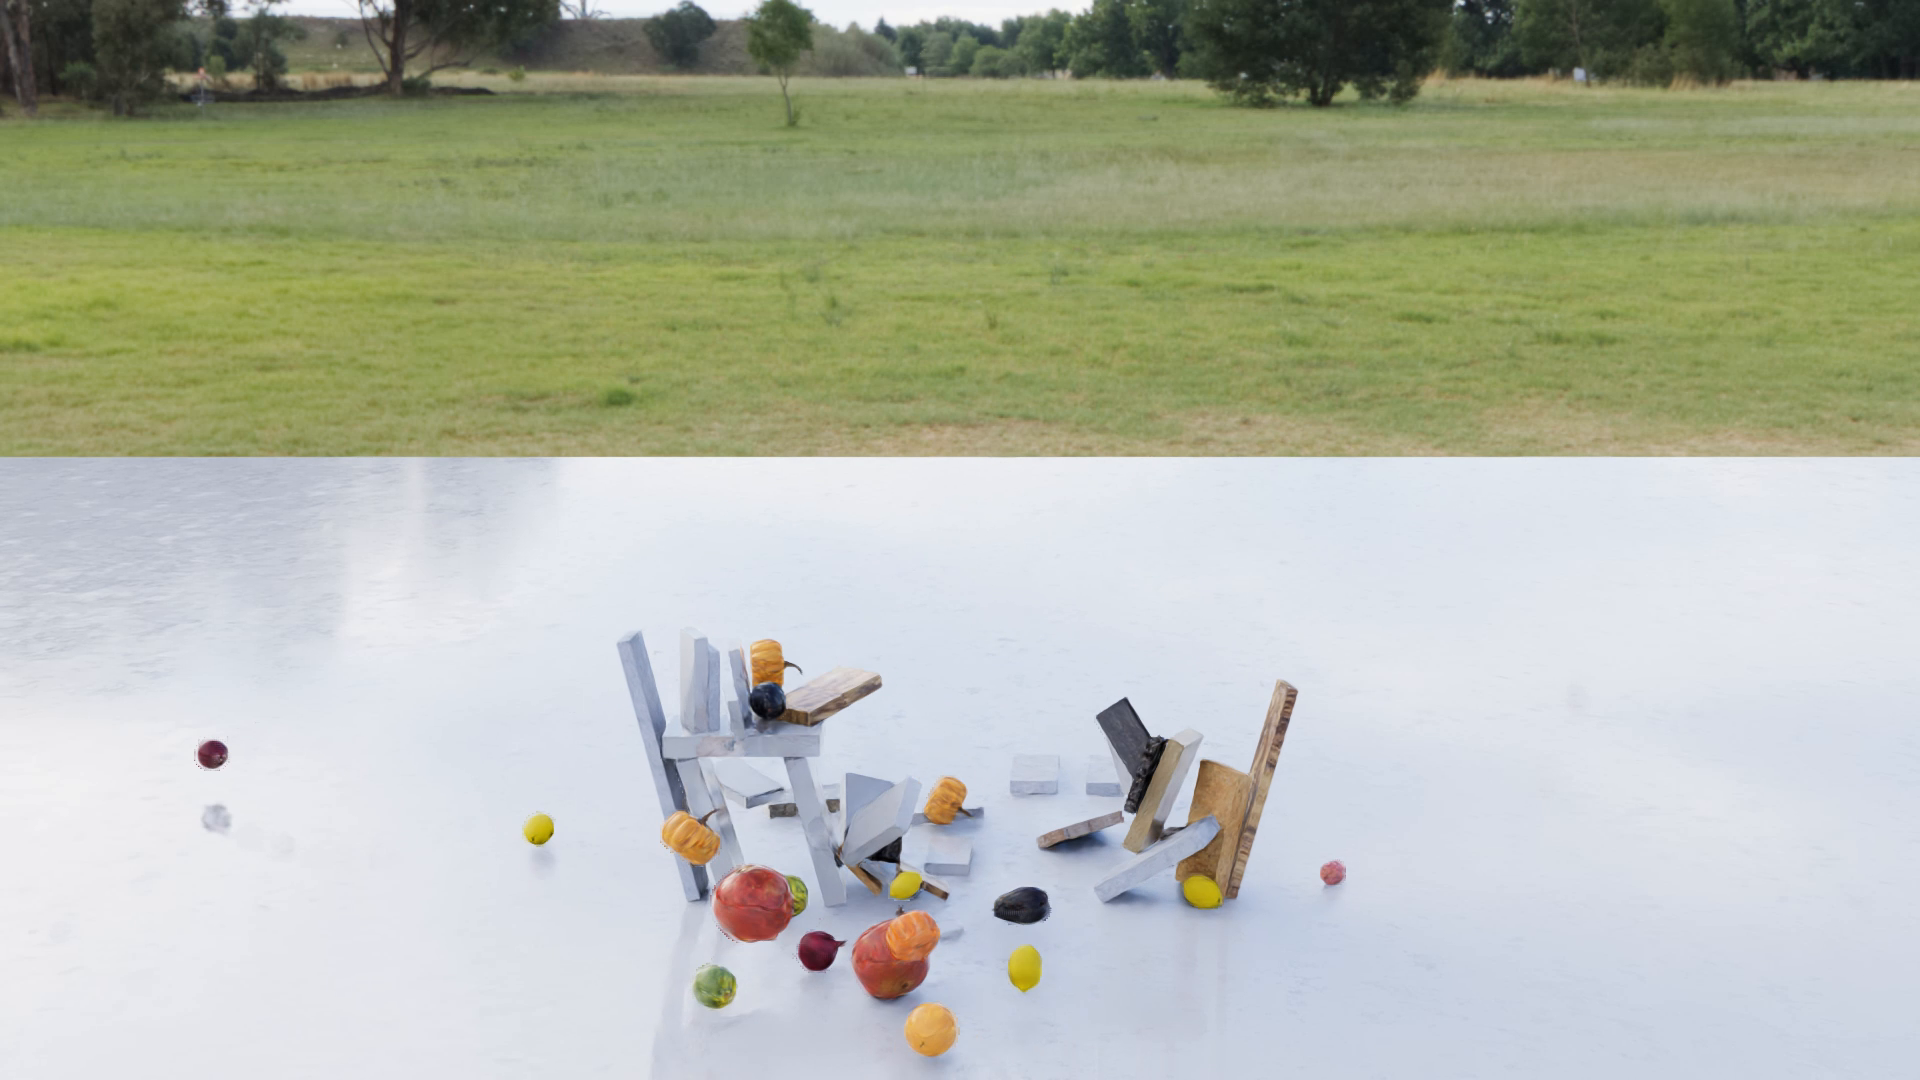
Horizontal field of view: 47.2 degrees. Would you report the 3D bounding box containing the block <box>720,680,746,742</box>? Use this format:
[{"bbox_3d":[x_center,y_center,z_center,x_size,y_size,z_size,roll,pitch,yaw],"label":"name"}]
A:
[{"bbox_3d":[-0.369,0.276,3.576,0.019,0.067,0.133,-11,12,-8],"label":"block"}]

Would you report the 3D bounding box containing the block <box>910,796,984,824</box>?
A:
[{"bbox_3d":[-0.039,0.502,4.084,0.149,0.021,0.075,-3,11,-16],"label":"block"}]

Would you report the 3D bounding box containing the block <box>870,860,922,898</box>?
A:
[{"bbox_3d":[-0.104,0.557,3.657,0.093,0.013,0.046,32,12,-3],"label":"block"}]

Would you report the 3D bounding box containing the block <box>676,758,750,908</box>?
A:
[{"bbox_3d":[-0.407,0.466,3.641,0.036,0.255,0.127,-17,11,1],"label":"block"}]

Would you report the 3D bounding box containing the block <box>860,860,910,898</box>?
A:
[{"bbox_3d":[-0.122,0.558,3.671,0.095,0.014,0.048,33,12,-1],"label":"block"}]

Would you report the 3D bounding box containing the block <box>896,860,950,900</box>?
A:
[{"bbox_3d":[-0.062,0.564,3.651,0.093,0.013,0.046,28,9,-9],"label":"block"}]

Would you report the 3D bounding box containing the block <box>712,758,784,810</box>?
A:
[{"bbox_3d":[-0.386,0.426,3.862,0.079,0.022,0.158,-12,23,-36],"label":"block"}]

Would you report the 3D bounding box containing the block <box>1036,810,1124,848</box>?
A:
[{"bbox_3d":[0.214,0.516,3.922,0.149,0.021,0.075,-10,-13,-42],"label":"block"}]

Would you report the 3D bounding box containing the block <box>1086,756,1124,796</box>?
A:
[{"bbox_3d":[0.297,0.461,4.295,0.092,0.026,0.184,1,11,6],"label":"block"}]

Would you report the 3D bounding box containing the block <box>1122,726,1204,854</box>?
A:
[{"bbox_3d":[0.343,0.423,3.712,0.030,0.209,0.104,27,16,19],"label":"block"}]

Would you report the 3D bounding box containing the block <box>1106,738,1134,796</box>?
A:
[{"bbox_3d":[0.291,0.381,3.764,0.052,0.104,0.015,-18,-16,5],"label":"block"}]

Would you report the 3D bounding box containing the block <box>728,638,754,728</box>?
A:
[{"bbox_3d":[-0.359,0.234,3.613,0.019,0.133,0.067,-9,14,-1],"label":"block"}]

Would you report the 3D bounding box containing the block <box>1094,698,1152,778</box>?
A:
[{"bbox_3d":[0.291,0.338,3.753,0.063,0.127,0.018,-33,-14,3],"label":"block"}]

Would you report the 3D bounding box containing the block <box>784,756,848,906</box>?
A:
[{"bbox_3d":[-0.238,0.465,3.643,0.036,0.255,0.127,-15,11,0],"label":"block"}]

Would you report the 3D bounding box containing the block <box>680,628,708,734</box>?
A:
[{"bbox_3d":[-0.434,0.229,3.589,0.022,0.158,0.079,-3,11,-24],"label":"block"}]

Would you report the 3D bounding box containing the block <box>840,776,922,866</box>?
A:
[{"bbox_3d":[-0.129,0.457,3.562,0.026,0.092,0.185,31,-38,-17],"label":"block"}]

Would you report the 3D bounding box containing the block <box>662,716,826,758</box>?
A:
[{"bbox_3d":[-0.353,0.322,3.615,0.255,0.036,0.127,0,11,0],"label":"block"}]

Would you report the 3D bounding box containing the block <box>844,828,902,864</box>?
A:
[{"bbox_3d":[-0.145,0.507,3.646,0.095,0.014,0.048,7,50,-5],"label":"block"}]

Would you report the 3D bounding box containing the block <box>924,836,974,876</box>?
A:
[{"bbox_3d":[-0.018,0.549,3.829,0.075,0.021,0.149,1,11,4],"label":"block"}]

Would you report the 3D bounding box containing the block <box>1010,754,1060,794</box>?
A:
[{"bbox_3d":[0.147,0.458,4.310,0.092,0.026,0.185,1,11,4],"label":"block"}]

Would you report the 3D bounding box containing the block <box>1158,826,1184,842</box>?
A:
[{"bbox_3d":[0.391,0.536,3.920,0.052,0.015,0.104,-2,11,-12],"label":"block"}]

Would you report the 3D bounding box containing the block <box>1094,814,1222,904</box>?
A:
[{"bbox_3d":[0.326,0.525,3.629,0.209,0.030,0.104,-33,-3,23],"label":"block"}]

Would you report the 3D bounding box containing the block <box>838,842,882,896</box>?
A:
[{"bbox_3d":[-0.167,0.549,3.670,0.014,0.095,0.048,-42,9,6],"label":"block"}]

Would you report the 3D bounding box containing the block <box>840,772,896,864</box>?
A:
[{"bbox_3d":[-0.159,0.489,3.815,0.092,0.026,0.188,14,39,-15],"label":"block"}]

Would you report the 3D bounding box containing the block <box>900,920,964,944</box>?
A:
[{"bbox_3d":[-0.045,0.619,3.476,0.093,0.013,0.046,-5,11,-23],"label":"block"}]

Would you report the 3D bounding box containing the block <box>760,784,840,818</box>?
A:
[{"bbox_3d":[-0.280,0.489,4.140,0.184,0.026,0.092,-3,11,-18],"label":"block"}]

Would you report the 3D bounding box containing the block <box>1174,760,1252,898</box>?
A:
[{"bbox_3d":[0.423,0.482,3.678,0.030,0.209,0.104,10,4,-31],"label":"block"}]

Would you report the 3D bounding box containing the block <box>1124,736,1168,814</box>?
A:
[{"bbox_3d":[0.310,0.392,3.677,0.018,0.127,0.063,22,10,19],"label":"block"}]

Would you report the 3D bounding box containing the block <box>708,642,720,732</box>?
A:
[{"bbox_3d":[-0.410,0.240,3.595,0.019,0.133,0.067,-3,11,-22],"label":"block"}]

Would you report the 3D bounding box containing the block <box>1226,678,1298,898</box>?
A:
[{"bbox_3d":[0.493,0.412,3.648,0.018,0.365,0.063,14,8,-11],"label":"block"}]

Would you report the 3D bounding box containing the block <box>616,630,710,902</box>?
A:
[{"bbox_3d":[-0.489,0.372,3.630,0.022,0.449,0.079,-12,10,8],"label":"block"}]

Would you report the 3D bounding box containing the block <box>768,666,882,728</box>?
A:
[{"bbox_3d":[-0.225,0.261,3.690,0.092,0.026,0.184,8,23,37],"label":"block"}]
